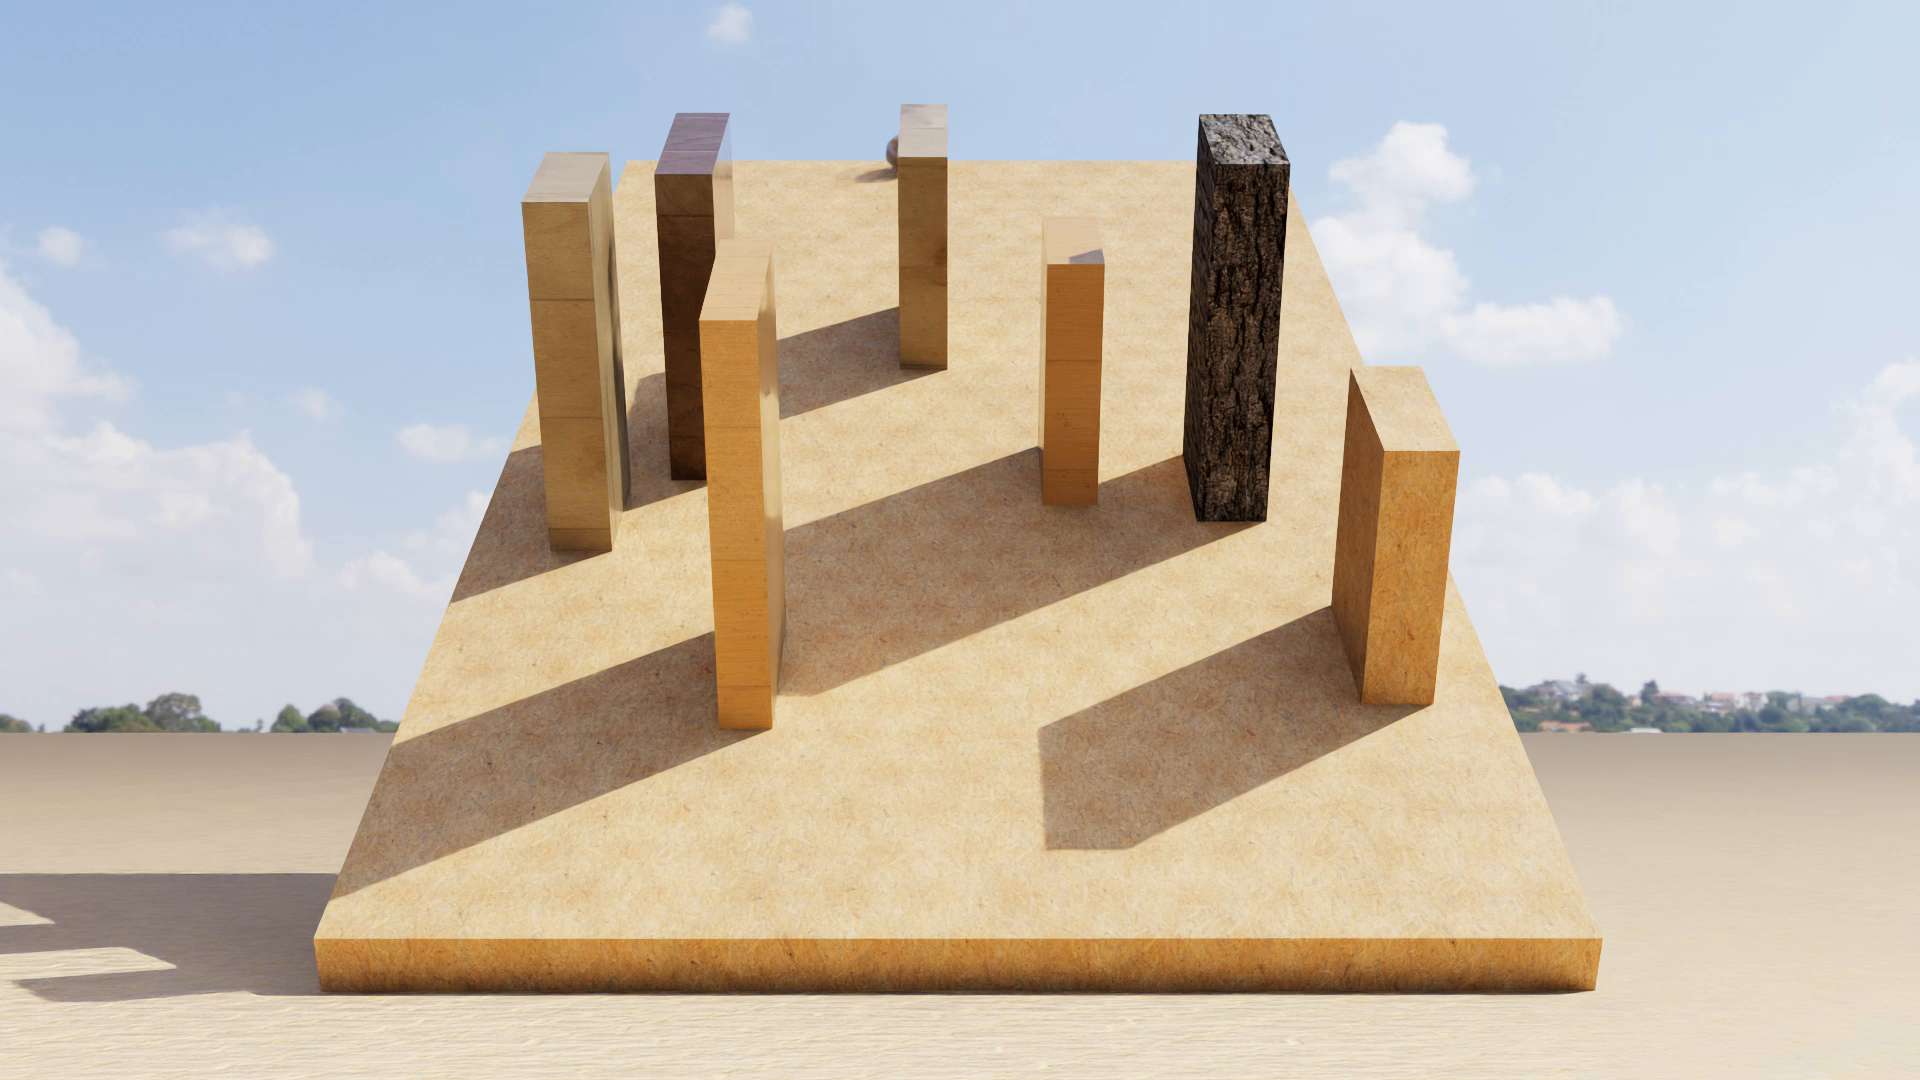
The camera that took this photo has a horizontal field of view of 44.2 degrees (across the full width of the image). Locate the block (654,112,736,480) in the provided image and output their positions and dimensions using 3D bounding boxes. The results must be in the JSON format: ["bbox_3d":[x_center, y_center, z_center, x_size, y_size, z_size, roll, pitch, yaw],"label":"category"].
[{"bbox_3d":[-0.571,-0.541,5.211,0.119,0.694,0.445,0,26,0],"label":"block"}]

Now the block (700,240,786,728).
[{"bbox_3d":[-0.383,-0.101,4.231,0.095,0.780,0.401,0,26,0],"label":"block"}]

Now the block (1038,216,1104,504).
[{"bbox_3d":[0.236,-0.388,5.077,0.118,0.543,0.308,0,26,0],"label":"block"}]

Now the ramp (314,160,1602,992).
[{"bbox_3d":[-0.010,-0.228,5.477,2.000,0.100,4.000,0,26,0],"label":"ramp"}]

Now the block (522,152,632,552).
[{"bbox_3d":[-0.778,-0.384,4.833,0.127,0.748,0.322,0,26,0],"label":"block"}]

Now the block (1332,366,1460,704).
[{"bbox_3d":[0.798,-0.014,4.370,0.131,0.507,0.387,0,26,0],"label":"block"}]

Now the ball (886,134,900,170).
[{"bbox_3d":[-0.168,-1.169,7.129,0.114,0.114,0.114,0,-5,0],"label":"ball"}]

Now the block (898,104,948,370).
[{"bbox_3d":[-0.089,-0.751,5.817,0.116,0.534,0.441,0,26,0],"label":"block"}]

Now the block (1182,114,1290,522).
[{"bbox_3d":[0.574,-0.466,4.969,0.147,0.781,0.346,0,26,0],"label":"block"}]
